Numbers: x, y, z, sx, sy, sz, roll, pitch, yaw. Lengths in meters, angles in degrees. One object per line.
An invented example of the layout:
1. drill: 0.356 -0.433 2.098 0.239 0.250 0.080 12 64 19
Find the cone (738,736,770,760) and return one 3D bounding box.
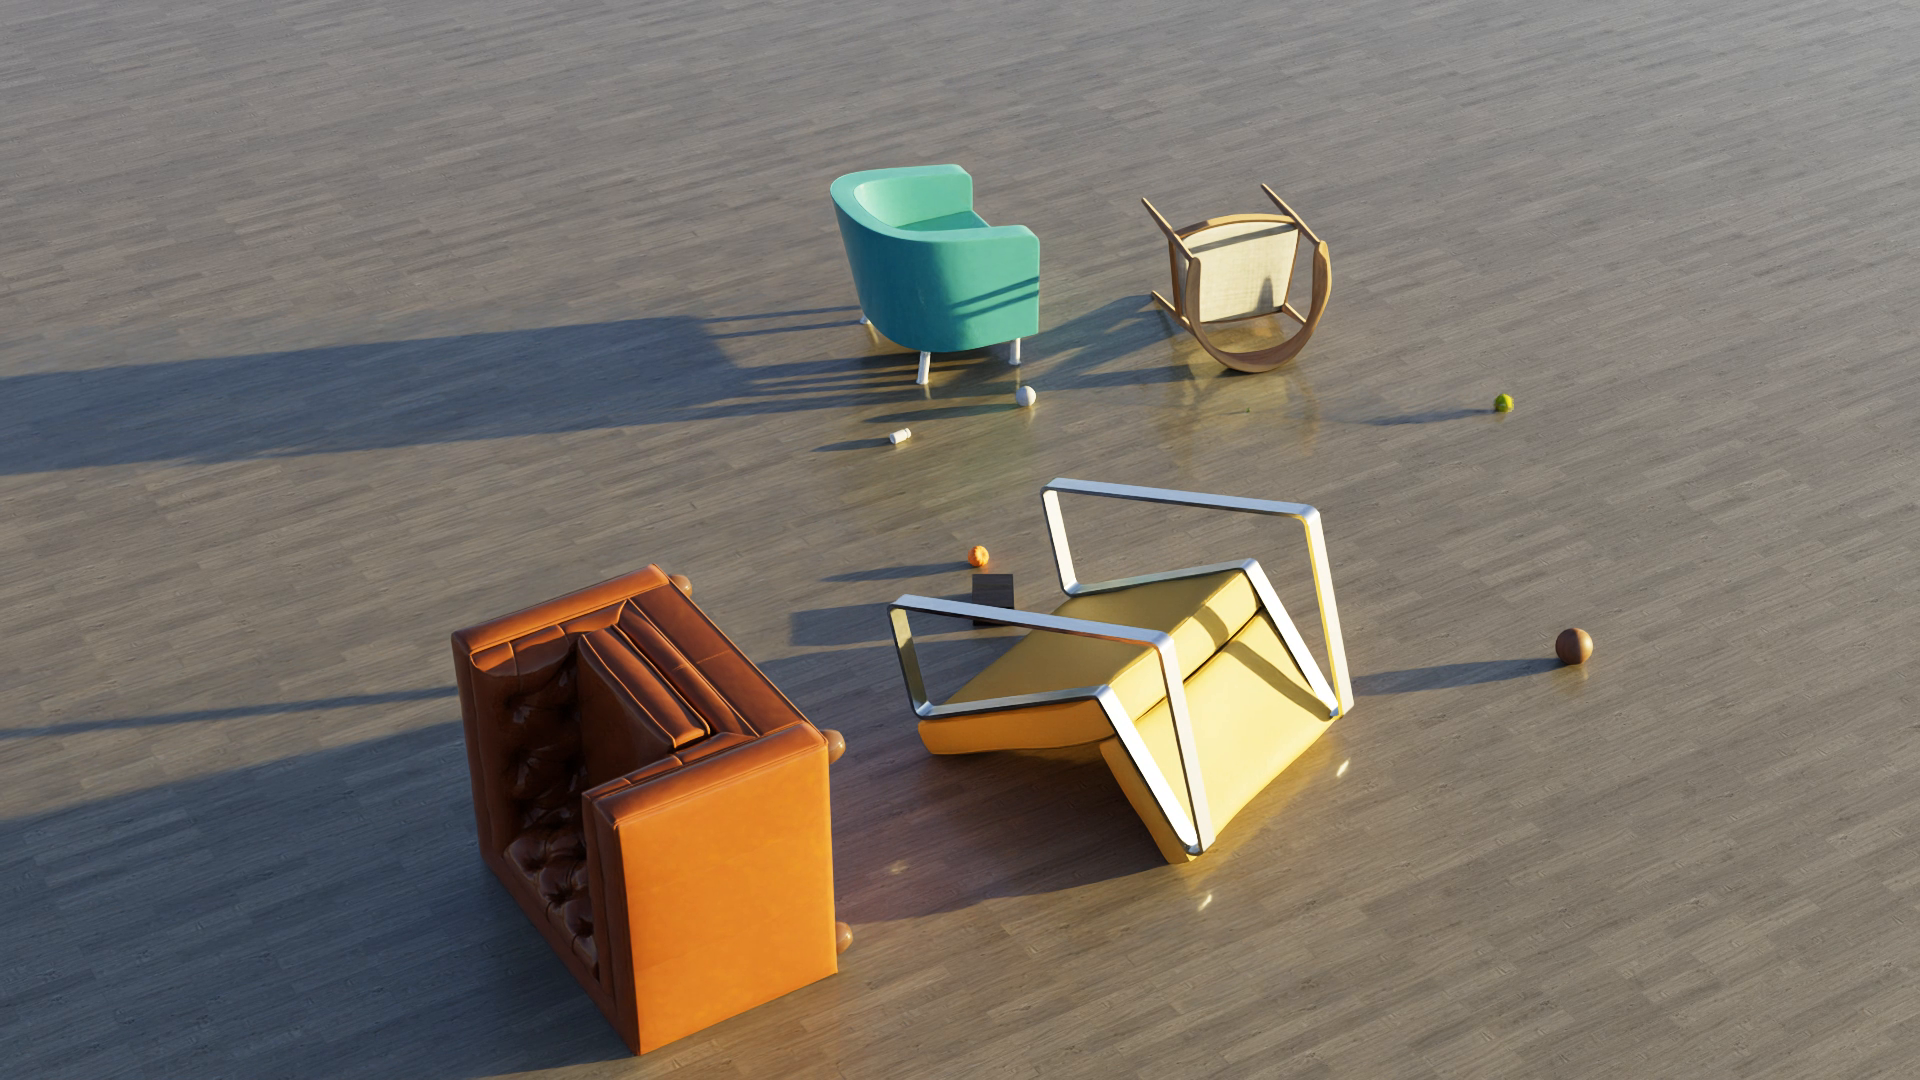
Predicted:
1. cone: -0.680 0.713 9.835 0.114 0.061 0.067 29 47 14

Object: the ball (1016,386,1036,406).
1. ball: 0.262 -0.575 11.742 0.082 0.082 0.082 0 33 0

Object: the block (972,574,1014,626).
1. block: 0.119 0.215 10.544 0.147 0.082 0.209 0 33 0
